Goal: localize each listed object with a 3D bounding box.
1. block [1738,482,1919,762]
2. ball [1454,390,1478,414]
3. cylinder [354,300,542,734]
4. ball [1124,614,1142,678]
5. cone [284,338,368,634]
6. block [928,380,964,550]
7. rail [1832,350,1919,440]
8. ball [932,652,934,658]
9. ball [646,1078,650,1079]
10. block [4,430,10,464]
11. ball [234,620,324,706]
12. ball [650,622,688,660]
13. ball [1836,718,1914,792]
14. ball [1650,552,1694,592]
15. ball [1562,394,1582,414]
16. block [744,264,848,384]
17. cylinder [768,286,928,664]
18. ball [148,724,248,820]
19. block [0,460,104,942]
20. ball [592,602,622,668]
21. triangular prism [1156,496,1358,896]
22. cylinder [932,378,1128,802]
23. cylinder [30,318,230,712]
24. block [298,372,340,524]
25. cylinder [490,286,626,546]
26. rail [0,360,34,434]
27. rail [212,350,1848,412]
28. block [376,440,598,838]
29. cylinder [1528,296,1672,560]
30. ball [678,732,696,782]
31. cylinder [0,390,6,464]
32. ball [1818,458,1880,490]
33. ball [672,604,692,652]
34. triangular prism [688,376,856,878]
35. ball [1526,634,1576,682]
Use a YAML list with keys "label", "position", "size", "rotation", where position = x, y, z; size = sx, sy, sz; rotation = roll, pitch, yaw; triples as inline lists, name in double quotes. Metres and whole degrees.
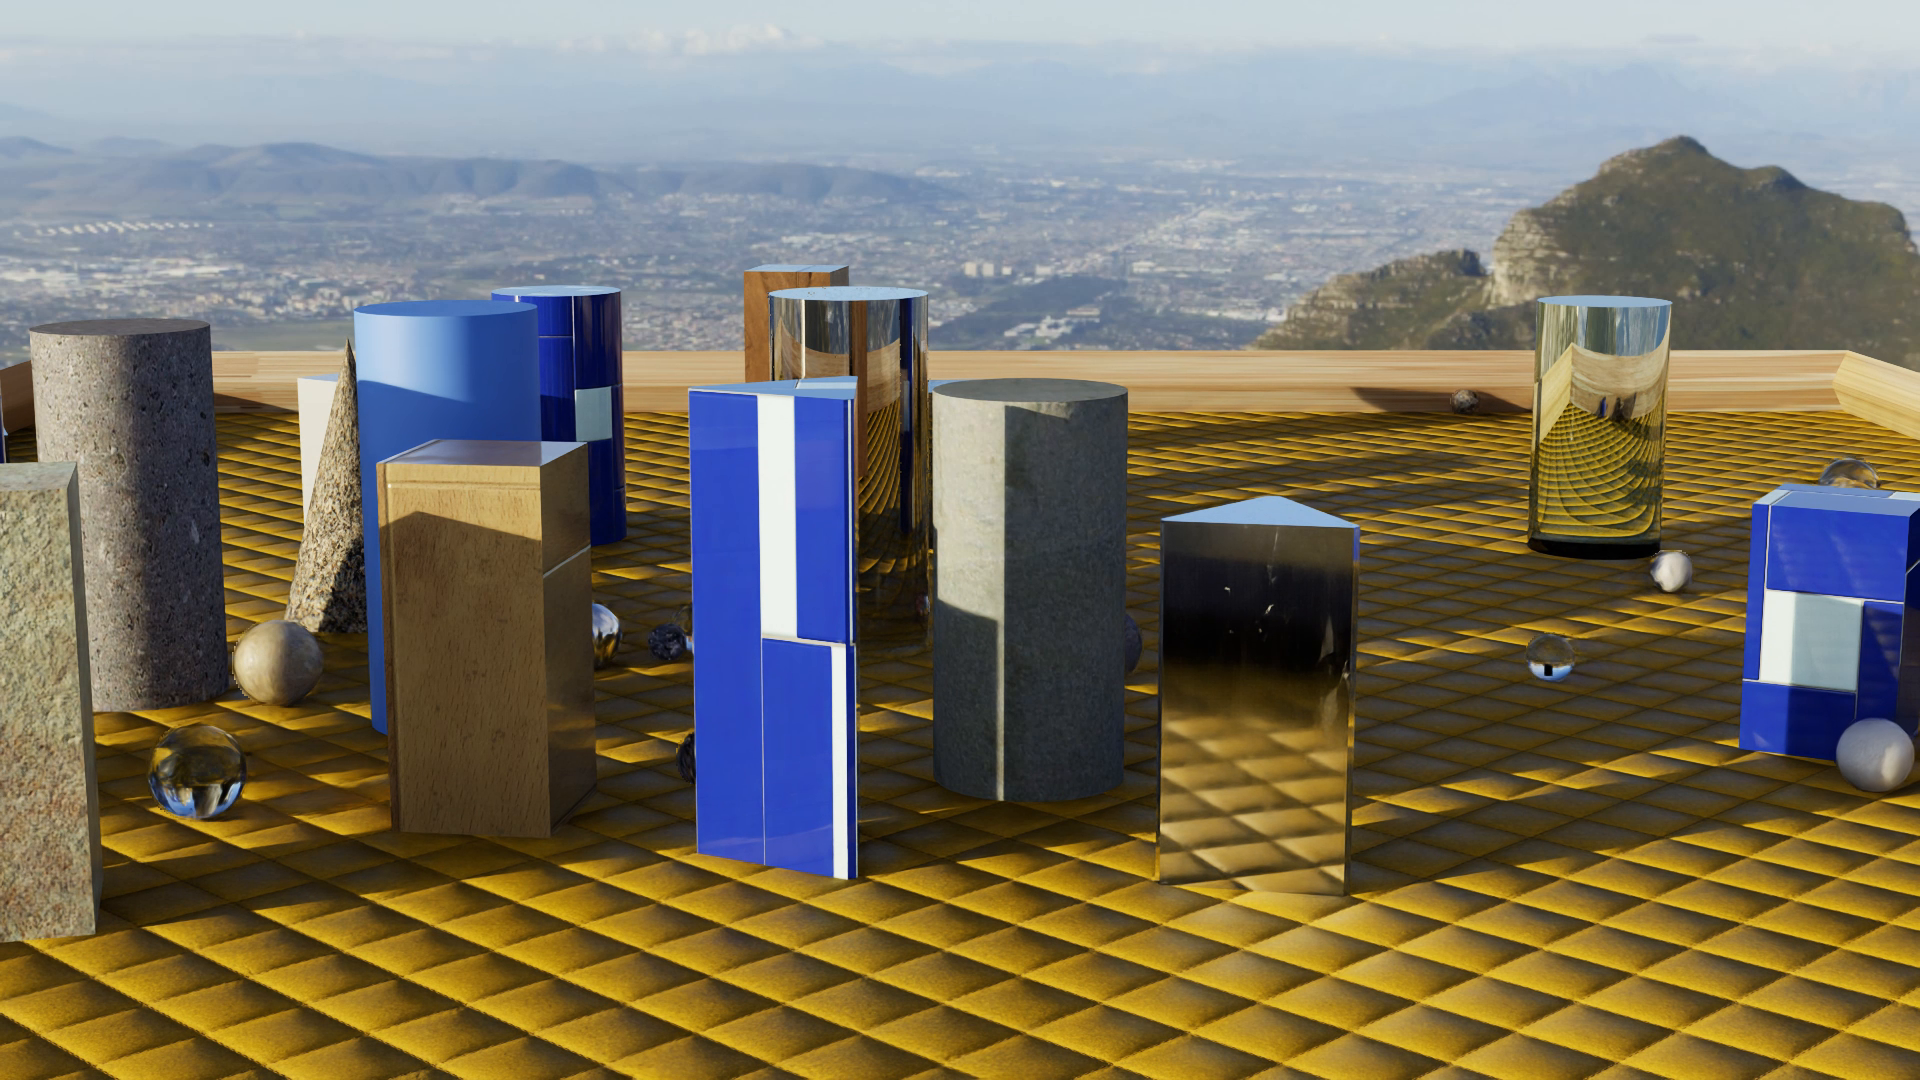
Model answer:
- label: "block"
  position: [0.948, 0.088, 2.775]
  size: [0.158, 0.268, 0.158]
  rotation: [6, 12, 29]
- label: "ball"
  position: [1.067, -0.290, 5.407]
  size: [0.053, 0.053, 0.053]
  rotation: [0, 10, 0]
- label: "cylinder"
  position: [-0.563, -0.026, 2.855]
  size: [0.198, 0.464, 0.198]
  rotation: [0, 10, 0]
- label: "ball"
  position: [0.169, 0.125, 3.048]
  size: [0.096, 0.096, 0.096]
  rotation: [0, 10, 0]
- label: "cone"
  position: [-0.802, -0.082, 3.394]
  size: [0.198, 0.376, 0.198]
  rotation: [0, 10, 0]
- label: "block"
  position: [-0.030, -0.119, 3.967]
  size: [0.158, 0.240, 0.158]
  rotation: [-1, 11, -8]
- label: "rail"
  position: [1.874, 0.031, 3.459]
  size: [0.045, 0.129, 4.066]
  rotation: [0, 10, 0]
- label: "ball"
  position: [0.005, 0.137, 3.040]
  size: [0.075, 0.075, 0.075]
  rotation: [0, 10, 0]
- label: "ball"
  position: [-0.205, 0.390, 1.680]
  size: [0.073, 0.073, 0.073]
  rotation: [0, 10, 0]
- label: "block"
  position: [-1.203, 0.022, 3.028]
  size: [0.158, 0.306, 0.158]
  rotation: [-5, 11, -23]
- label: "ball"
  position: [-0.784, 0.141, 2.953]
  size: [0.099, 0.099, 0.099]
  rotation: [0, 10, 0]
- label: "ball"
  position: [-0.361, 0.126, 3.177]
  size: [0.047, 0.047, 0.047]
  rotation: [0, 10, 0]
- label: "ball"
  position: [0.929, 0.218, 2.605]
  size: [0.075, 0.075, 0.075]
  rotation: [0, 10, 0]
- label: "ball"
  position: [0.995, 0.045, 3.584]
  size: [0.058, 0.058, 0.058]
  rotation: [0, 10, 0]
- label: "ball"
  position: [1.292, -0.288, 5.418]
  size: [0.045, 0.045, 0.045]
  rotation: [0, 10, 0]
- label: "block"
  position: [-0.296, -0.315, 4.690]
  size: [0.158, 0.363, 0.158]
  rotation: [2, 11, 10]
- label: "cylinder"
  position: [-0.138, -0.086, 3.222]
  size: [0.198, 0.447, 0.198]
  rotation: [0, 10, 0]
- label: "ball"
  position: [-0.745, 0.226, 2.507]
  size: [0.093, 0.093, 0.093]
  rotation: [0, 10, 0]
- label: "block"
  position: [-0.832, 0.136, 2.197]
  size: [0.158, 0.383, 0.158]
  rotation: [-3, 11, -15]
- label: "ball"
  position: [-0.454, 0.116, 3.135]
  size: [0.081, 0.081, 0.081]
  rotation: [0, 10, 0]
- label: "triangular prism"
  position: [0.276, 0.136, 2.338]
  size: [0.171, 0.333, 0.148]
  rotation: [2, 11, 12]
- label: "cylinder"
  position: [0.071, 0.046, 2.629]
  size: [0.198, 0.403, 0.198]
  rotation: [0, 10, 0]
- label: "cylinder"
  position: [-0.964, -0.033, 2.985]
  size: [0.198, 0.430, 0.198]
  rotation: [0, 10, 0]
- label: "block"
  position: [-0.829, -0.091, 3.682]
  size: [0.158, 0.289, 0.158]
  rotation: [7, 13, 34]
- label: "cylinder"
  position: [-0.621, -0.194, 3.980]
  size: [0.198, 0.385, 0.198]
  rotation: [0, 10, 0]
- label: "rail"
  position: [-1.874, 0.035, 3.438]
  size: [0.045, 0.129, 4.066]
  rotation: [0, 10, 0]
- label: "rail"
  position: [-0.012, -0.333, 5.424]
  size: [3.796, 0.129, 0.045]
  rotation: [0, 10, 0]
- label: "block"
  position: [-0.458, 0.092, 2.504]
  size: [0.158, 0.359, 0.158]
  rotation: [1, 11, 8]
- label: "cylinder"
  position: [0.968, -0.173, 3.888]
  size: [0.198, 0.377, 0.198]
  rotation: [0, 10, 0]
- label: "ball"
  position: [-0.259, 0.222, 2.627]
  size: [0.058, 0.058, 0.058]
  rotation: [0, 10, 0]
- label: "cylinder"
  position: [-1.044, 0.024, 2.542]
  size: [0.198, 0.480, 0.198]
  rotation: [0, 10, 0]
- label: "ball"
  position: [1.448, -0.085, 4.180]
  size: [0.096, 0.096, 0.096]
  rotation: [0, 10, 0]
- label: "ball"
  position: [-0.334, 0.111, 3.227]
  size: [0.059, 0.059, 0.059]
  rotation: [0, 10, 0]
- label: "triangular prism"
  position: [-0.136, 0.073, 2.391]
  size: [0.171, 0.438, 0.148]
  rotation: [6, 12, 28]
- label: "ball"
  position: [0.707, 0.141, 3.069]
  size: [0.056, 0.056, 0.056]
  rotation: [0, 10, 0]
